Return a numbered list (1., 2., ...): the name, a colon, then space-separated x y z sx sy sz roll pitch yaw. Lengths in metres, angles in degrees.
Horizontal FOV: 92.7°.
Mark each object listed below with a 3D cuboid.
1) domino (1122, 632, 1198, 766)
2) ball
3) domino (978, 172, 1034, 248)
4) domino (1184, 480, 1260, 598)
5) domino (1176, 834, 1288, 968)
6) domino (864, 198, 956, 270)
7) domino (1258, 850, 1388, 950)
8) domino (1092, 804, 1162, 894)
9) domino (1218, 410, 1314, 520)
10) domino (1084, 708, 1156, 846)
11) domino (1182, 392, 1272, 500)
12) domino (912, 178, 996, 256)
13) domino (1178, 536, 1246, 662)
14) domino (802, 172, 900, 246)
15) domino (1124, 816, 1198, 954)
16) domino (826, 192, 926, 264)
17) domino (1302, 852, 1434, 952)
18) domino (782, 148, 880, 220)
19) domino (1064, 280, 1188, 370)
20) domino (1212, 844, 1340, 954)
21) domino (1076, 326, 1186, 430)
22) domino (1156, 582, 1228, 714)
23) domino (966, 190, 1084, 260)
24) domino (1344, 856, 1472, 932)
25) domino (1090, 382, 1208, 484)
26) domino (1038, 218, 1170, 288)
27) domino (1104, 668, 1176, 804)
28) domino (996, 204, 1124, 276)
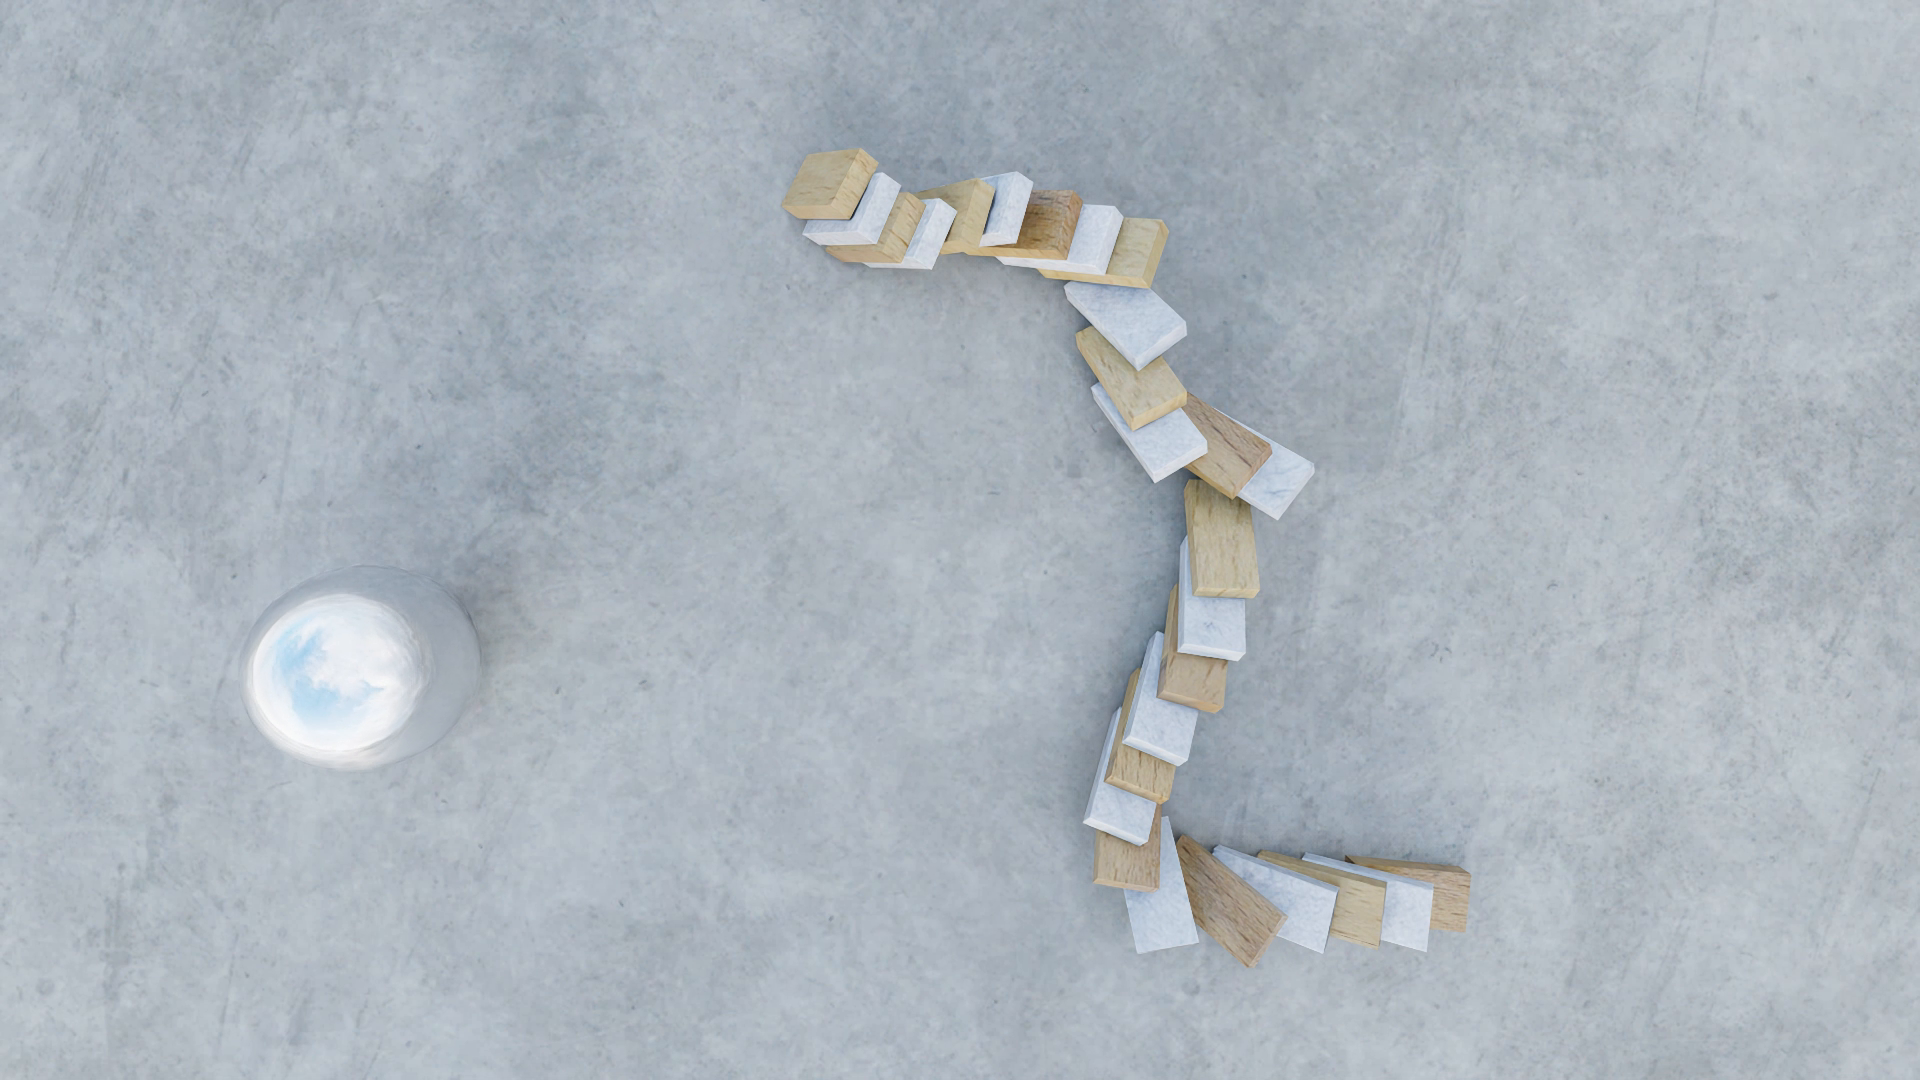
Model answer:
1. domino: 0.087 0.066 0.383 0.025 0.009 0.050 23 58 1
2. ball: -0.233 0.049 0.360 0.080 0.080 0.080 0 90 0
3. domino: 0.007 -0.135 0.378 0.009 0.050 0.025 16 90 -40
4. domino: 0.109 -0.001 0.385 0.025 0.009 0.050 2 64 0
5. domino: 0.107 0.149 0.380 0.050 0.010 0.025 35 92 39
6. domino: -0.023 -0.126 0.377 0.010 0.050 0.025 23 90 -38
7. domino: 0.150 0.150 0.383 0.050 0.009 0.025 7 90 30
8. domino: 0.070 0.119 0.383 0.025 0.009 0.050 10 58 0
9. domino: 0.119 -0.033 0.383 0.050 0.010 0.025 38 89 30
10. domino: 0.071 0.098 0.383 0.025 0.010 0.050 22 58 1
11. domino: 0.102 -0.042 0.383 0.050 0.010 0.025 41 91 30
12. domino: -0.008 -0.131 0.377 0.009 0.050 0.025 16 90 -38
13. domino: 0.105 0.024 0.384 0.025 0.010 0.050 9 62 0
14. domino: -0.045 -0.136 0.377 0.009 0.050 0.025 23 90 -38
15. domino: 0.081 0.144 0.383 0.025 0.009 0.050 -12 61 6
16. domino: -0.036 -0.128 0.377 0.009 0.050 0.025 23 90 -38
17. domino: 0.169 0.151 0.384 0.050 0.010 0.025 6 90 29
18. domino: -0.055 -0.146 0.377 0.009 0.050 0.025 27 90 -38
19. domino: 0.069 -0.096 0.384 0.025 0.010 0.050 -37 63 0
20. domino: 0.129 0.149 0.383 0.050 0.009 0.025 12 90 30
21. domino: 0.071 -0.072 0.384 0.025 0.010 0.050 -26 62 0
22. domino: 0.099 0.045 0.384 0.025 0.009 0.050 15 61 0
23. domino: 0.024 -0.132 0.382 0.050 0.010 0.025 15 89 34
24. domino: 0.192 0.152 0.395 0.050 0.009 0.025 6 90 0
25. domino: 0.079 -0.051 0.384 0.025 0.009 0.050 -31 62 2
26. domino: 0.059 -0.121 0.382 0.050 0.010 0.025 17 87 33
27. domino: 0.079 0.081 0.383 0.025 0.009 0.050 22 58 0
28. domino: 0.040 -0.126 0.382 0.050 0.009 0.025 18 90 34
